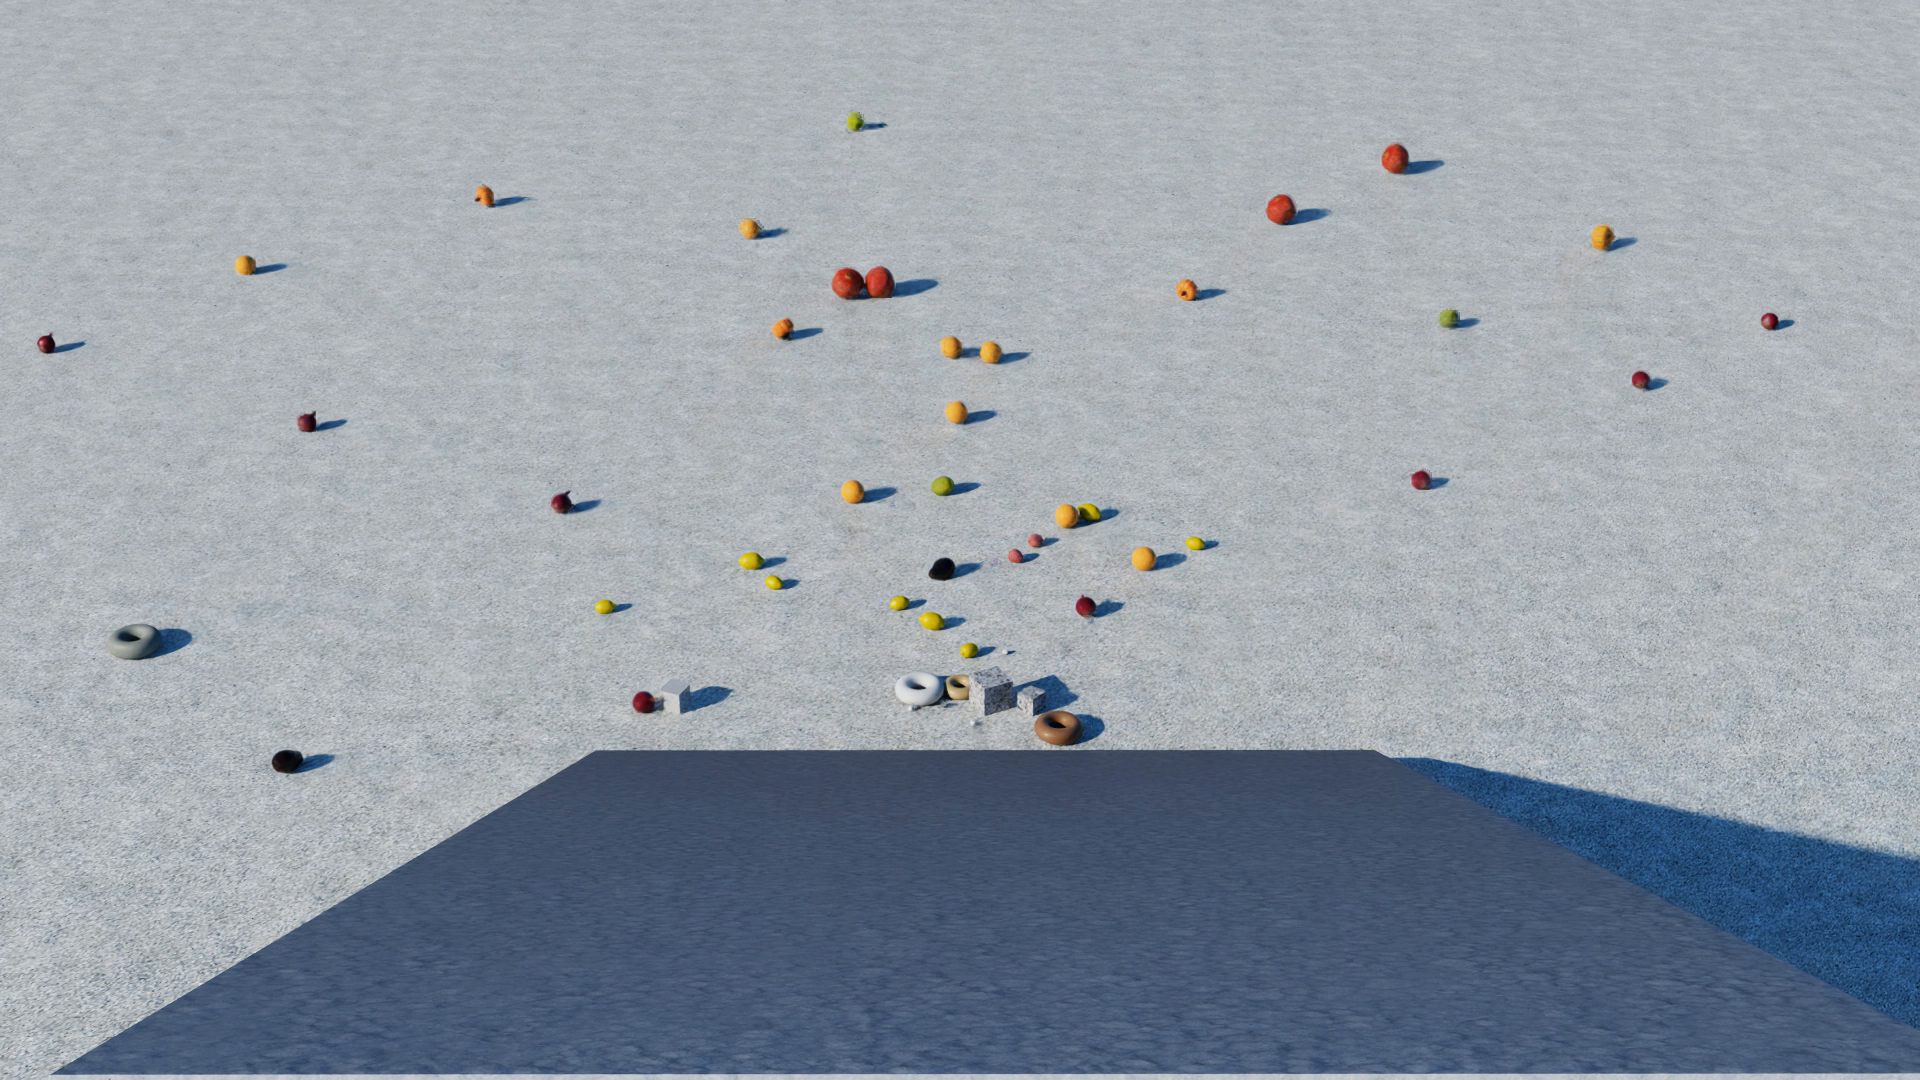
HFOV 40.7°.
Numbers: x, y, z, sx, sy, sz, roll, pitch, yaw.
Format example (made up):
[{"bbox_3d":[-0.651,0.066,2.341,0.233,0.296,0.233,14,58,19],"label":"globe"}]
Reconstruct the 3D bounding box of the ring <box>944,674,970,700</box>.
[{"bbox_3d":[0.002,0.400,7.035,0.099,0.033,0.099,0,31,0],"label":"ring"}]

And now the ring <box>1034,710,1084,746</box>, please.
[{"bbox_3d":[0.262,0.497,6.854,0.131,0.044,0.131,1,30,-1],"label":"ring"}]

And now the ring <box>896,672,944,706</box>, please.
[{"bbox_3d":[-0.109,0.404,7.018,0.134,0.045,0.134,-1,30,0],"label":"ring"}]

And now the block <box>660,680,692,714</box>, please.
[{"bbox_3d":[-0.767,0.422,6.968,0.061,0.061,0.061,12,32,21],"label":"block"}]

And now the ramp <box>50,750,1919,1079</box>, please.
[{"bbox_3d":[0.066,0.593,4.648,2.000,0.100,4.000,0,0,0],"label":"ramp"}]

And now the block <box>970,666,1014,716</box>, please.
[{"bbox_3d":[0.084,0.407,6.968,0.087,0.087,0.087,-15,33,-24],"label":"block"}]

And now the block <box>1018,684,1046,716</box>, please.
[{"bbox_3d":[0.192,0.431,6.958,0.054,0.054,0.054,23,37,35],"label":"block"}]

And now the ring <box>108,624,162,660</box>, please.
[{"bbox_3d":[-2.305,0.283,7.225,0.147,0.049,0.147,-1,29,0],"label":"ring"}]
